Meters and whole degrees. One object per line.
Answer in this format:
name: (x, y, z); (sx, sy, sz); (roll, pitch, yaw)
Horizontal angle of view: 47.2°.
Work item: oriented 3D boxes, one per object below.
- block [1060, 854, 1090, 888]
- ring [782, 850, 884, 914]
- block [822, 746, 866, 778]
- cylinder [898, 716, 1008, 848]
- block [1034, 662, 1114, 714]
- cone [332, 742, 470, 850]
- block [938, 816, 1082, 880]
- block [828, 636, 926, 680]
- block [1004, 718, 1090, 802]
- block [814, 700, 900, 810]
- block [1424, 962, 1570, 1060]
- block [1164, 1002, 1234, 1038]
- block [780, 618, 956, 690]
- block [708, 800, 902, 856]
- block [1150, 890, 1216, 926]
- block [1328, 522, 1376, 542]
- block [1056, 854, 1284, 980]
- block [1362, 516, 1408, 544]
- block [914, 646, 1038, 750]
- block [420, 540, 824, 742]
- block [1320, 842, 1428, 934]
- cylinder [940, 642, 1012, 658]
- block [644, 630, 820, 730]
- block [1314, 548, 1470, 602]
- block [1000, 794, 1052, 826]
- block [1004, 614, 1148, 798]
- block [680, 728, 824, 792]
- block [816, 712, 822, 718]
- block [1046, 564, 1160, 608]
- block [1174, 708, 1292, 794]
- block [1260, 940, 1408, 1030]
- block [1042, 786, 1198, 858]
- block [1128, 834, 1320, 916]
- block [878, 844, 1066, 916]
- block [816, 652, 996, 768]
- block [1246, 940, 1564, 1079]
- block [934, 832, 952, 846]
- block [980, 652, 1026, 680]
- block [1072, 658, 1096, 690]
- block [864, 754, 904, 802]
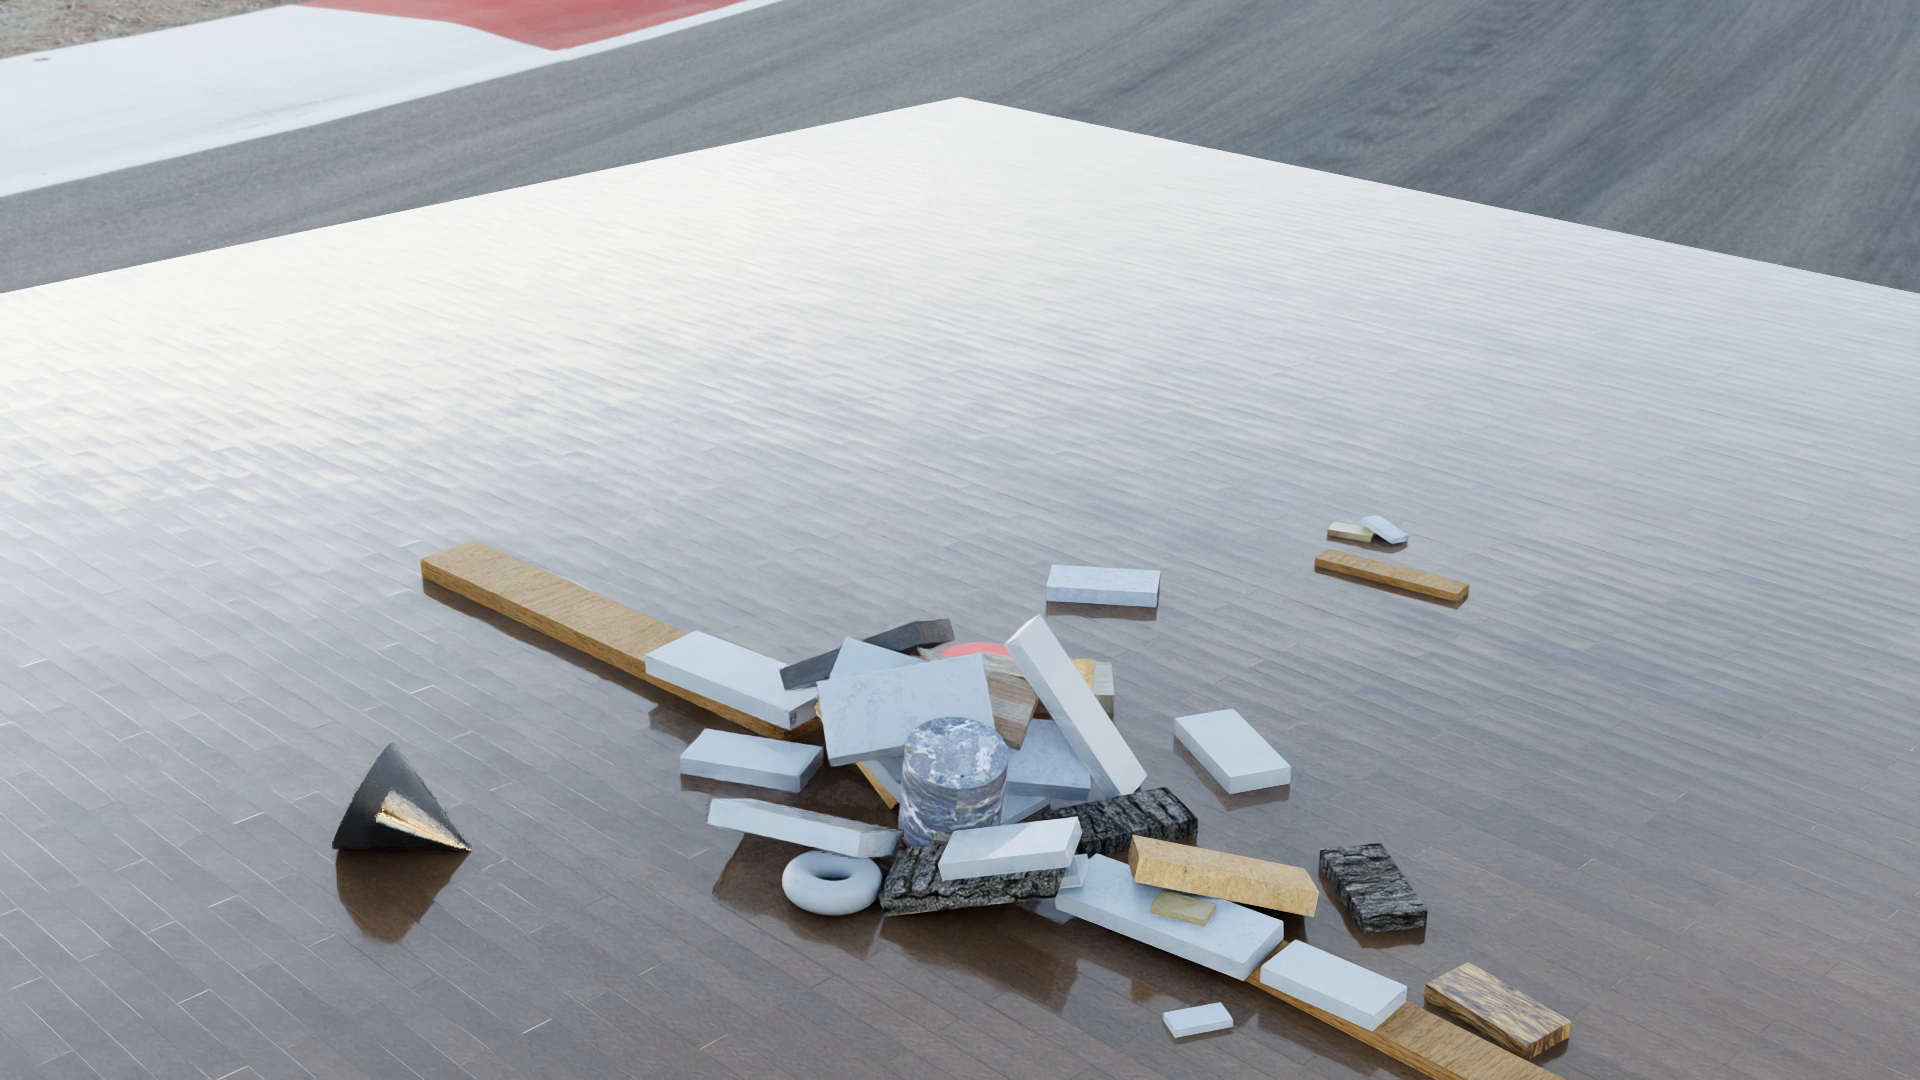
block: (0.157, 0.627, 4.120); (0.160, 0.023, 0.080); (-10, 20, 19)
ring: (-0.241, 0.645, 4.158); (0.191, 0.064, 0.191); (3, 20, -1)
block: (-0.200, 0.460, 4.644); (0.173, 0.024, 0.086); (20, 30, 39)
cylinder: (-0.014, 0.488, 4.294); (0.202, 0.202, 0.202); (4, 37, -3)
block: (0.178, 0.329, 4.926); (0.327, 0.046, 0.163); (1, 23, 1)
cone: (-1.063, 0.555, 4.316); (0.237, 0.237, 0.237); (28, 24, -3)
block: (0.094, 0.573, 4.084); (0.247, 0.035, 0.123); (-9, 20, 18)
block: (-0.128, 0.301, 4.469); (0.269, 0.038, 0.135); (16, 66, 11)
block: (0.099, 0.440, 4.496); (0.327, 0.046, 0.163); (6, 48, -6)
block: (-0.167, 0.417, 4.539); (0.135, 0.038, 0.271); (-23, 67, -42)
block: (0.928, 0.813, 3.804); (0.113, 0.032, 0.225); (-17, 28, -34)
block: (0.410, 0.827, 3.792); (0.107, 0.015, 0.054); (-7, 24, -16)
block: (-0.196, 0.242, 4.635); (0.335, 0.047, 0.167); (-20, -8, 24)
block: (-0.302, 0.558, 4.274); (0.335, 0.047, 0.167); (8, -2, 26)
block: (0.404, 0.667, 3.984); (0.107, 0.015, 0.054); (11, 32, 28)
block: (1.033, -0.022, 5.791); (0.117, 0.017, 0.059); (10, 25, 22)
block: (0.379, 0.684, 4.015); (0.404, 0.039, 0.139); (16, 34, 34)
block: (1.116, -0.028, 5.774); (0.059, 0.017, 0.117); (-9, 34, -35)
block: (0.017, 0.323, 4.493); (0.269, 0.038, 0.135); (17, 66, 11)
block: (-0.811, 0.221, 5.180); (1.324, 0.047, 0.167); (20, 30, 38)
block: (0.781, 0.657, 4.167); (0.123, 0.035, 0.247); (-4, 23, -9)
cylinder: (0.046, 0.355, 4.659); (0.207, 0.207, 0.207); (0, 23, 0)
block: (-0.483, 0.306, 4.858); (0.439, 0.046, 0.163); (17, 29, 35)
block: (1.084, 0.087, 5.529); (0.387, 0.021, 0.074); (15, 27, 32)
block: (0.102, 0.535, 4.453); (0.080, 0.023, 0.160); (31, 37, 33)
block: (0.238, 0.350, 4.500); (0.035, 0.404, 0.123); (-31, 5, 33)
block: (-0.438, 0.463, 4.622); (0.269, 0.038, 0.135); (7, 24, 16)
block: (-0.212, 0.388, 4.630); (0.086, 0.024, 0.173); (-21, 43, -41)
block: (0.356, 0.113, 5.445); (0.271, 0.038, 0.135); (3, 23, 8)
block: (0.575, 0.445, 4.661); (0.139, 0.039, 0.277); (-8, 24, -18)
block: (0.648, 0.772, 3.820); (0.225, 0.032, 0.112); (18, 29, 37)
block: (0.318, 0.565, 4.379); (0.277, 0.039, 0.139); (-9, 25, -20)
block: (0.486, 0.623, 4.092); (0.335, 0.047, 0.167); (11, 6, -1)
block: (0.030, 0.623, 4.121); (0.335, 0.047, 0.167); (-10, 20, 17)
block: (-0.108, 0.339, 4.401); (0.335, 0.047, 0.167); (-10, 64, -2)
block: (0.772, 0.843, 3.734); (0.113, 0.032, 1.233); (-21, 31, -40)
block: (0.031, 0.604, 4.230); (0.160, 0.080, 0.023); (4, 37, 8)
block: (0.097, 0.269, 4.571); (0.148, 0.021, 0.074); (11, 25, 24)
block: (0.258, 0.333, 4.770); (0.021, 0.148, 0.074); (14, -12, -24)
block: (-0.132, 0.431, 4.491); (0.271, 0.038, 0.135); (47, 45, 13)
